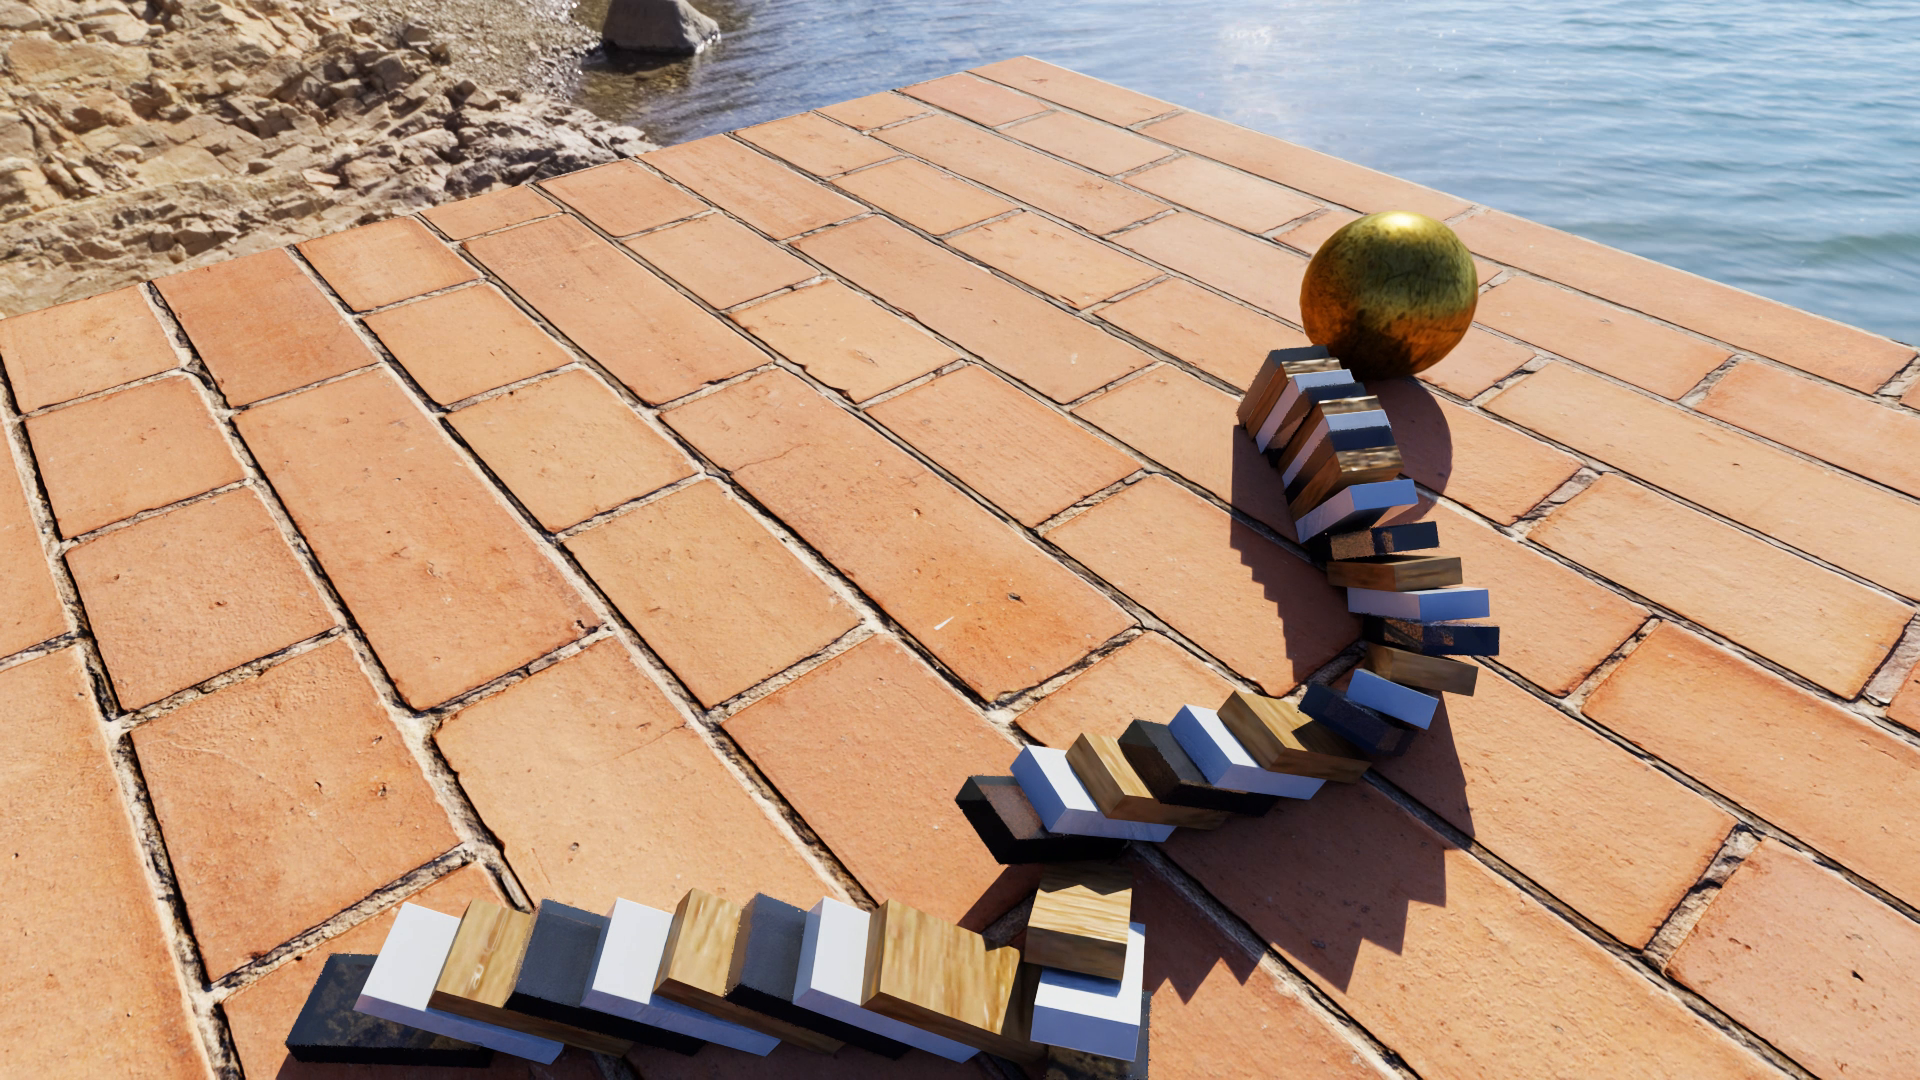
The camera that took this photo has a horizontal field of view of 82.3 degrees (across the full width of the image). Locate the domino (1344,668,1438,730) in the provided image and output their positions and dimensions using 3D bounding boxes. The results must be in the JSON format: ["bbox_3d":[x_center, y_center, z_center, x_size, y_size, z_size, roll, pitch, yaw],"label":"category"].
[{"bbox_3d":[0.141,0.051,0.357,0.025,0.009,0.050,21,2,24],"label":"domino"}]

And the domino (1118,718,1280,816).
[{"bbox_3d":[0.074,0.070,0.337,0.050,0.010,0.025,17,26,-38],"label":"domino"}]

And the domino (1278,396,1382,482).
[{"bbox_3d":[0.155,-0.042,0.464,0.025,0.050,0.009,-7,65,-8],"label":"domino"}]

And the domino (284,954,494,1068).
[{"bbox_3d":[-0.146,0.124,0.292,0.050,0.010,0.025,1,39,1],"label":"domino"}]

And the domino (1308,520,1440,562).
[{"bbox_3d":[0.156,0.001,0.417,0.025,0.010,0.050,-6,-3,-8],"label":"domino"}]

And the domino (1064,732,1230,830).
[{"bbox_3d":[0.058,0.073,0.333,0.050,0.010,0.025,17,26,-38],"label":"domino"}]

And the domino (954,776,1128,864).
[{"bbox_3d":[0.025,0.082,0.323,0.050,0.009,0.025,12,26,-42],"label":"domino"}]

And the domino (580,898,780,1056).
[{"bbox_3d":[-0.070,0.114,0.285,0.050,0.010,0.025,25,36,-19],"label":"domino"}]

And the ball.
[{"bbox_3d":[0.206,-0.117,0.531,0.080,0.080,0.080,0,39,0],"label":"ball"}]

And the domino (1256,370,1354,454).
[{"bbox_3d":[0.150,-0.055,0.479,0.025,0.050,0.010,-7,65,-8],"label":"domino"}]

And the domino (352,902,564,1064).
[{"bbox_3d":[-0.125,0.115,0.284,0.050,0.010,0.025,26,35,-18],"label":"domino"}]

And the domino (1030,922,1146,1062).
[{"bbox_3d":[0.034,0.114,0.285,0.025,0.010,0.050,7,9,10],"label":"domino"}]

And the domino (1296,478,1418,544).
[{"bbox_3d":[0.153,-0.010,0.428,0.025,0.050,0.010,-6,76,-8],"label":"domino"}]

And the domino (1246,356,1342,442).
[{"bbox_3d":[0.147,-0.062,0.487,0.025,0.050,0.010,-7,65,-8],"label":"domino"}]

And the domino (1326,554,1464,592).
[{"bbox_3d":[0.159,0.012,0.406,0.025,0.009,0.050,-6,1,-8],"label":"domino"}]

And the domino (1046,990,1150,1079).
[{"bbox_3d":[0.034,0.137,0.276,0.025,0.009,0.050,6,40,7],"label":"domino"}]

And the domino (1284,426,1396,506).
[{"bbox_3d":[0.153,-0.028,0.447,0.025,0.050,0.009,-7,65,-8],"label":"domino"}]

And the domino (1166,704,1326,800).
[{"bbox_3d":[0.090,0.066,0.342,0.050,0.010,0.025,16,26,-38],"label":"domino"}]

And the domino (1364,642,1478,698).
[{"bbox_3d":[0.153,0.043,0.368,0.025,0.009,0.050,10,0,12],"label":"domino"}]

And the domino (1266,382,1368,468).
[{"bbox_3d":[0.152,-0.049,0.471,0.025,0.050,0.009,-7,65,-8],"label":"domino"}]

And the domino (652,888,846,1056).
[{"bbox_3d":[-0.052,0.112,0.286,0.050,0.010,0.025,29,35,-18],"label":"domino"}]

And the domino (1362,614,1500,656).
[{"bbox_3d":[0.161,0.032,0.380,0.025,0.010,0.050,1,1,-1],"label":"domino"}]

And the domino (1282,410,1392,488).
[{"bbox_3d":[0.155,-0.035,0.455,0.025,0.050,0.010,-7,65,-8],"label":"domino"}]

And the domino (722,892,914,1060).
[{"bbox_3d":[-0.034,0.113,0.285,0.050,0.010,0.025,28,35,-19],"label":"domino"}]

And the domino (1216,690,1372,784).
[{"bbox_3d":[0.106,0.062,0.346,0.050,0.010,0.025,16,25,-39],"label":"domino"}]

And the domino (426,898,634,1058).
[{"bbox_3d":[-0.107,0.114,0.285,0.050,0.009,0.025,26,36,-19],"label":"domino"}]

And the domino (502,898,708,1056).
[{"bbox_3d":[-0.089,0.113,0.285,0.050,0.010,0.025,25,36,-20],"label":"domino"}]

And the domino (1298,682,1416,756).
[{"bbox_3d":[0.127,0.057,0.349,0.025,0.010,0.050,32,7,33],"label":"domino"}]

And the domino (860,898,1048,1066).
[{"bbox_3d":[-0.001,0.114,0.283,0.050,0.010,0.025,28,35,-19],"label":"domino"}]

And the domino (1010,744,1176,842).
[{"bbox_3d":[0.041,0.076,0.329,0.050,0.010,0.025,17,25,-38],"label":"domino"}]

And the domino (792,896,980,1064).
[{"bbox_3d":[-0.017,0.114,0.284,0.050,0.010,0.025,28,35,-19],"label":"domino"}]

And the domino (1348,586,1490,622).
[{"bbox_3d":[0.163,0.022,0.393,0.025,0.010,0.050,-4,1,-7],"label":"domino"}]

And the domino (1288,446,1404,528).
[{"bbox_3d":[0.153,-0.021,0.438,0.025,0.050,0.009,-6,68,-8],"label":"domino"}]

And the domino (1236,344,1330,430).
[{"bbox_3d":[0.145,-0.068,0.495,0.025,0.050,0.009,-7,65,-8],"label":"domino"}]

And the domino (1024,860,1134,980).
[{"bbox_3d":[0.033,0.101,0.299,0.025,0.009,0.050,7,6,10],"label":"domino"}]
